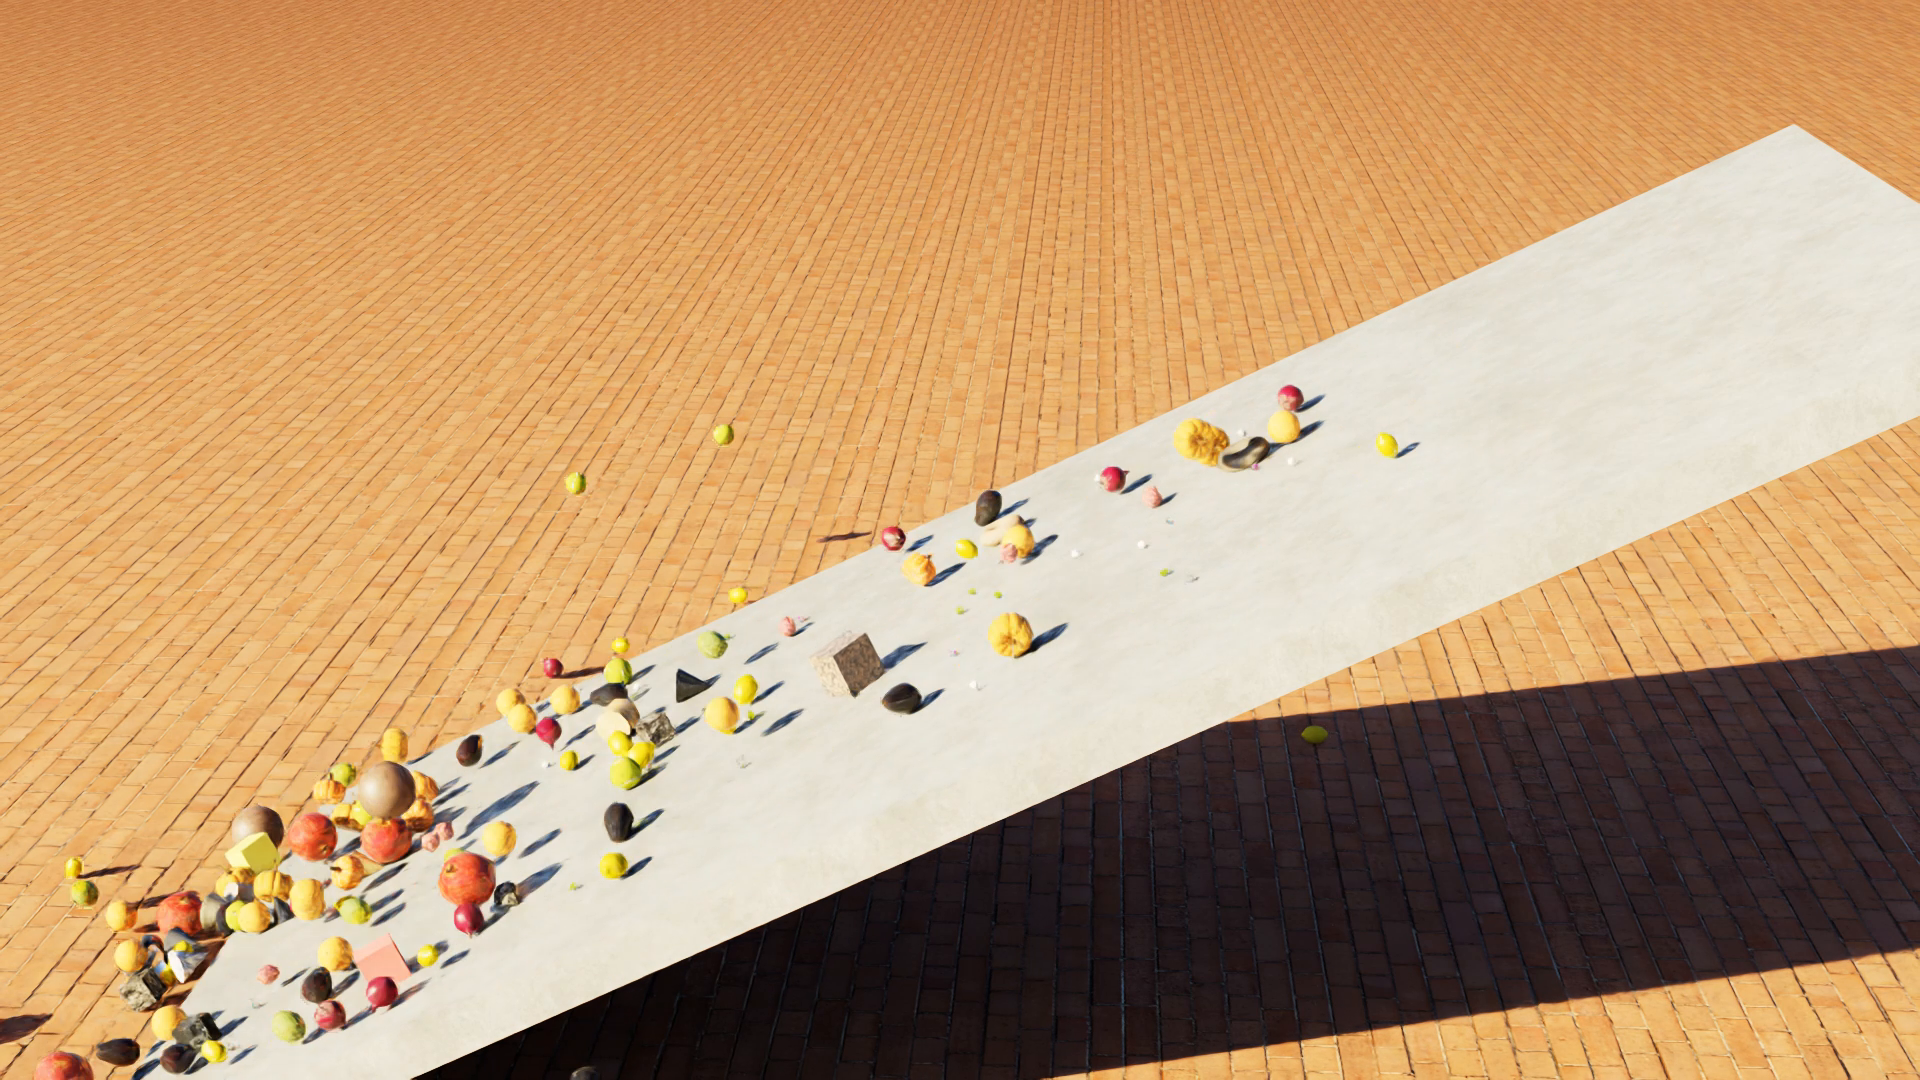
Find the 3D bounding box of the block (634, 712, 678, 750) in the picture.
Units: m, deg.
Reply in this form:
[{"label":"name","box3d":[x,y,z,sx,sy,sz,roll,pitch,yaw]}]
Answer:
[{"label":"block","box3d":[-0.677,0.423,6.529,0.060,0.060,0.060,-33,15,-25]}]

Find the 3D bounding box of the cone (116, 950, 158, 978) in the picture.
[{"label":"cone","box3d":[-1.851,0.955,6.672,0.086,0.086,0.086,-40,26,-7]}]

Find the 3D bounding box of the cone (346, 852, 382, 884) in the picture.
[{"label":"cone","box3d":[-1.337,0.739,6.656,0.075,0.075,0.075,-12,12,18]}]

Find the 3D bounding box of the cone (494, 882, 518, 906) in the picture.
[{"label":"cone","box3d":[-0.901,0.722,5.909,0.053,0.053,0.053,-14,31,-39]}]

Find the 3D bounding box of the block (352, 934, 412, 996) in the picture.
[{"label":"block","box3d":[-1.142,0.838,5.810,0.080,0.080,0.080,-30,14,-11]}]

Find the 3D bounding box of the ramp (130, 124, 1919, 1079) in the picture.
[{"label":"ramp","box3d":[0.137,0.168,6.281,4.000,0.100,2.000,-25,14,9]}]

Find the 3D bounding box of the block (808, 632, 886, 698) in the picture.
[{"label":"block","box3d":[-0.238,0.264,6.207,0.099,0.099,0.099,-35,16,-31]}]

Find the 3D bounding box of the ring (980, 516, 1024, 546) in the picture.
[{"label":"ring","box3d":[0.097,-0.021,6.777,0.111,0.037,0.111,-27,12,6]}]

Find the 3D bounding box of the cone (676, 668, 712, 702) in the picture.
[{"label":"cone","box3d":[-0.609,0.336,6.779,0.081,0.081,0.081,1,16,3]}]

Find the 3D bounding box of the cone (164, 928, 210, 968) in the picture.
[{"label":"cone","box3d":[-1.755,0.934,6.720,0.093,0.093,0.093,3,16,16]}]

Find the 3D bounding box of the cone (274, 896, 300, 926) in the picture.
[{"label":"cone","box3d":[-1.535,0.827,6.641,0.062,0.062,0.062,-25,13,6]}]

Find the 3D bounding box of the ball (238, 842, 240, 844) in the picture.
[{"label":"ball","box3d":[-1.790,0.783,7.342,0.058,0.058,0.058,0,16,0]}]

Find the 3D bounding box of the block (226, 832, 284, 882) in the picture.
[{"label":"block","box3d":[-1.718,0.772,7.158,0.083,0.083,0.083,-14,20,48]}]

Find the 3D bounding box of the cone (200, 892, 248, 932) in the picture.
[{"label":"cone","box3d":[-1.698,0.869,6.837,0.097,0.097,0.097,3,16,14]}]

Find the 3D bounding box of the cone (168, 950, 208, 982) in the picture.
[{"label":"cone","box3d":[-1.718,0.941,6.586,0.078,0.078,0.078,-22,26,-34]}]

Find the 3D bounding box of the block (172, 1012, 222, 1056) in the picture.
[{"label":"block","box3d":[-1.559,1.009,6.008,0.060,0.060,0.060,-17,17,36]}]

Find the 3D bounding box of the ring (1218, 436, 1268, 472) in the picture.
[{"label":"ring","box3d":[0.616,-0.186,6.401,0.121,0.040,0.121,-25,15,7]}]

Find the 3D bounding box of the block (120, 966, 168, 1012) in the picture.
[{"label":"block","box3d":[-1.822,1.004,6.565,0.063,0.063,0.063,-28,13,15]}]

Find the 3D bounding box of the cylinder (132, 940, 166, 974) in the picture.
[{"label":"cylinder","box3d":[-1.850,0.958,6.725,0.060,0.060,0.060,42,31,15]}]

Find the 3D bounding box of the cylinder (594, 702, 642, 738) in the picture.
[{"label":"cylinder","box3d":[-0.782,0.413,6.721,0.079,0.079,0.079,7,-3,23]}]
